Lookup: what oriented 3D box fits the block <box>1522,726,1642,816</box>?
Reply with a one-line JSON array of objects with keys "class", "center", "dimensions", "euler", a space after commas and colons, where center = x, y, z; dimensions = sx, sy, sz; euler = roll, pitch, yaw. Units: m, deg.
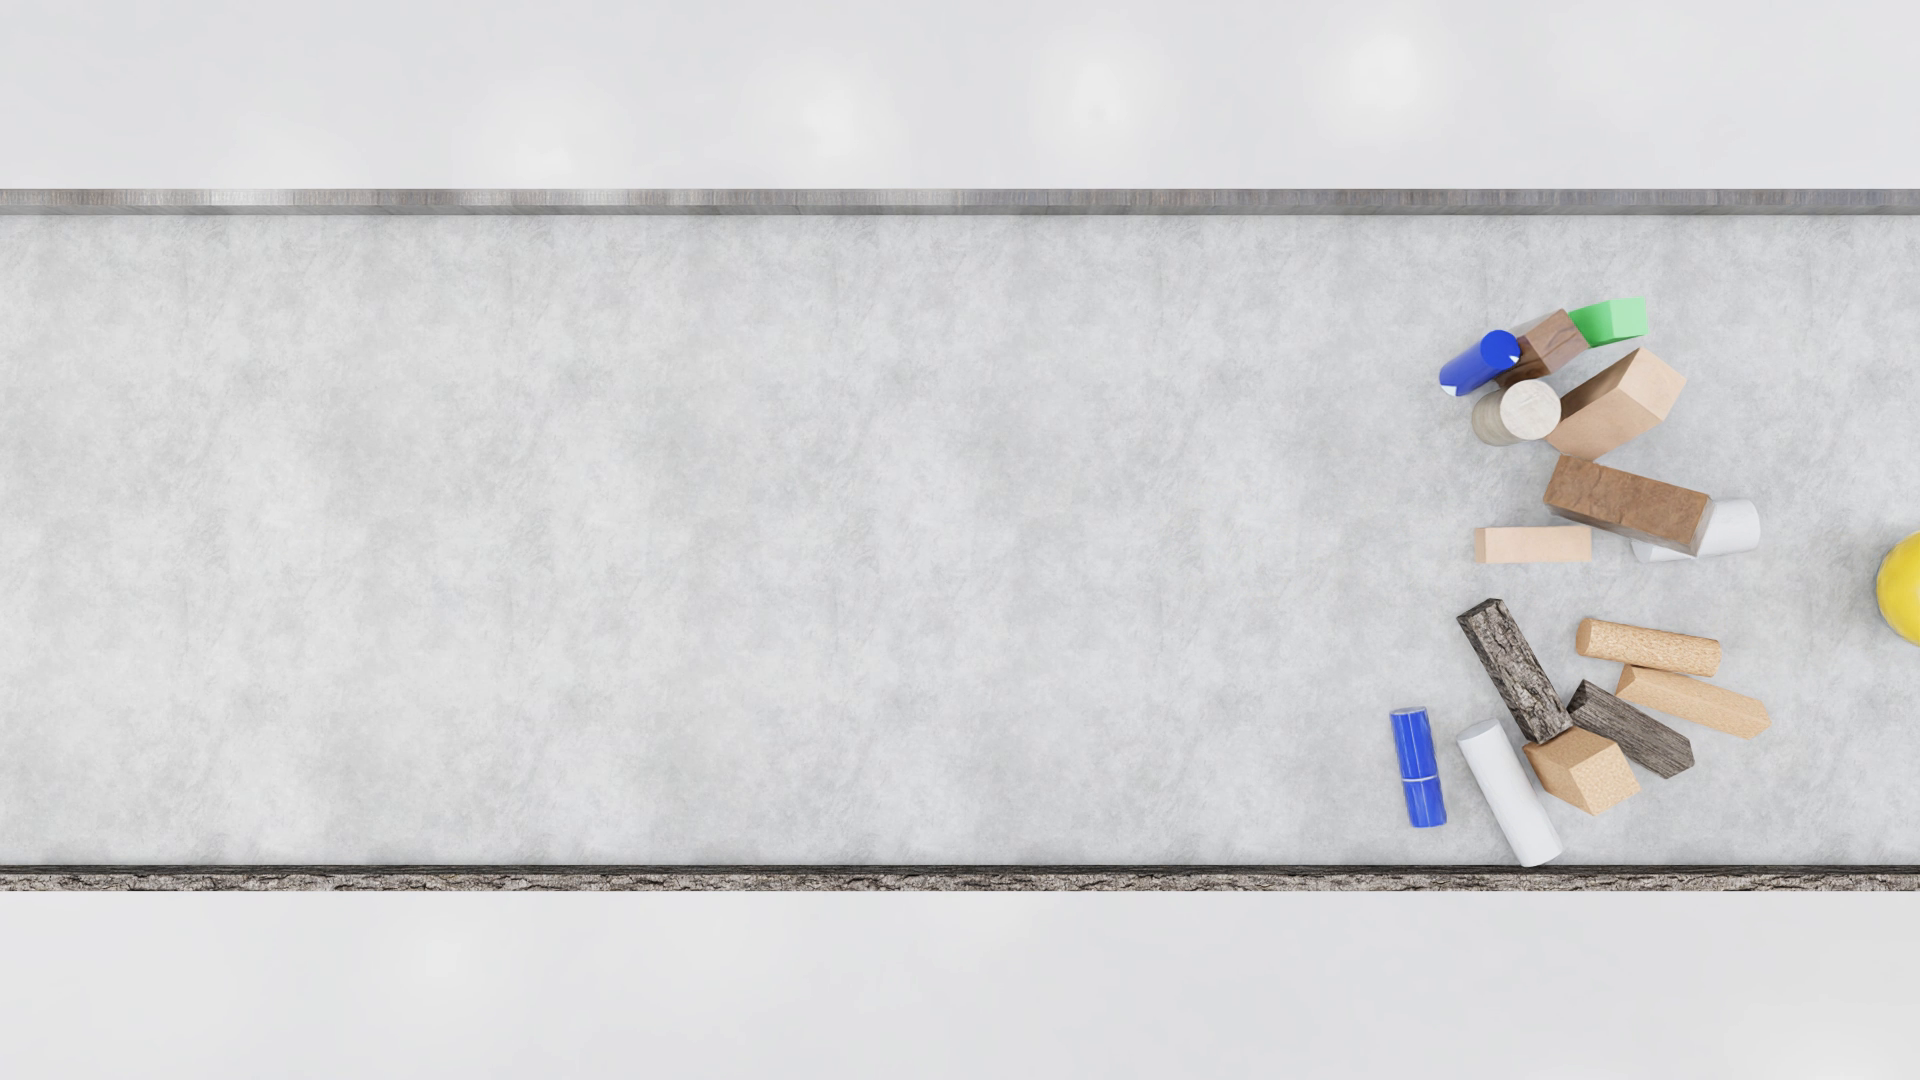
[{"class": "block", "center": [1.836, 0.675, 4.888], "dimensions": [0.156, 0.370, 0.156], "euler": [-29, 93, 0]}]

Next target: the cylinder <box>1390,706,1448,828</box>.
[{"class": "cylinder", "center": [1.398, 0.690, 5.023], "dimensions": [0.107, 0.107, 0.351], "euler": [-11, 90, 0]}]

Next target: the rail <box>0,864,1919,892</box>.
[{"class": "rail", "center": [-2.247, 1.025, 5.001], "dimensions": [12.000, 0.150, 0.050], "euler": [0, 90, 0]}]

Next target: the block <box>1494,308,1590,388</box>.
[{"class": "block", "center": [1.686, -0.561, 4.871], "dimensions": [0.135, 0.406, 0.135], "euler": [-35, 90, -2]}]

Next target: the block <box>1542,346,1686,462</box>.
[{"class": "block", "center": [1.915, -0.387, 4.854], "dimensions": [0.162, 0.416, 0.162], "euler": [37, 71, 0]}]

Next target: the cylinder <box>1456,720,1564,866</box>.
[{"class": "cylinder", "center": [1.668, 0.767, 5.006], "dimensions": [0.140, 0.140, 0.429], "euler": [-27, 90, 0]}]

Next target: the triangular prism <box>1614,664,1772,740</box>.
[{"class": "triangular prism", "center": [2.239, 0.488, 5.020], "dimensions": [0.434, 0.108, 0.125], "euler": [18, 90, 0]}]

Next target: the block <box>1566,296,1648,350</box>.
[{"class": "block", "center": [1.849, -0.623, 4.856], "dimensions": [0.108, 0.428, 0.108], "euler": [-7, 90, -10]}]

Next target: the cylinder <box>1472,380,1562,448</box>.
[{"class": "cylinder", "center": [1.654, -0.374, 4.915], "dimensions": [0.173, 0.315, 0.173], "euler": [0, 89, 3]}]

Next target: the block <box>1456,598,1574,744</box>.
[{"class": "block", "center": [1.687, 0.397, 5.016], "dimensions": [0.121, 0.121, 0.434], "euler": [-30, 90, 0]}]

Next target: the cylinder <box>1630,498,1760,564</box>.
[{"class": "cylinder", "center": [2.222, -0.029, 4.994], "dimensions": [0.321, 0.165, 0.165], "euler": [-6, 90, 0]}]

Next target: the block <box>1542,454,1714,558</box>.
[{"class": "block", "center": [1.979, -0.104, 4.890], "dimensions": [0.432, 0.155, 0.155], "euler": [21, 87, 33]}]

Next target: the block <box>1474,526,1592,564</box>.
[{"class": "block", "center": [1.744, 0.014, 5.023], "dimensions": [0.318, 0.107, 0.107], "euler": [-1, 90, 0]}]

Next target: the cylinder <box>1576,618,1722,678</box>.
[{"class": "cylinder", "center": [2.093, 0.327, 5.019], "dimensions": [0.397, 0.117, 0.117], "euler": [10, 90, 0]}]

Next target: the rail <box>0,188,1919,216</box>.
[{"class": "rail", "center": [-2.247, -1.025, 5.002], "dimensions": [12.000, 0.150, 0.050], "euler": [0, 90, 0]}]

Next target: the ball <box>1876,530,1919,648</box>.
[{"class": "ball", "center": [2.933, 0.145, 4.883], "dimensions": [0.388, 0.388, 0.388], "euler": [0, 90, 0]}]

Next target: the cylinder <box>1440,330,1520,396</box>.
[{"class": "cylinder", "center": [1.538, -0.521, 4.896], "dimensions": [0.117, 0.348, 0.117], "euler": [0, 82, -3]}]

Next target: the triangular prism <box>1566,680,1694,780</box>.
[{"class": "triangular prism", "center": [2.044, 0.581, 5.012], "dimensions": [0.373, 0.123, 0.142], "euler": [30, 90, 0]}]
